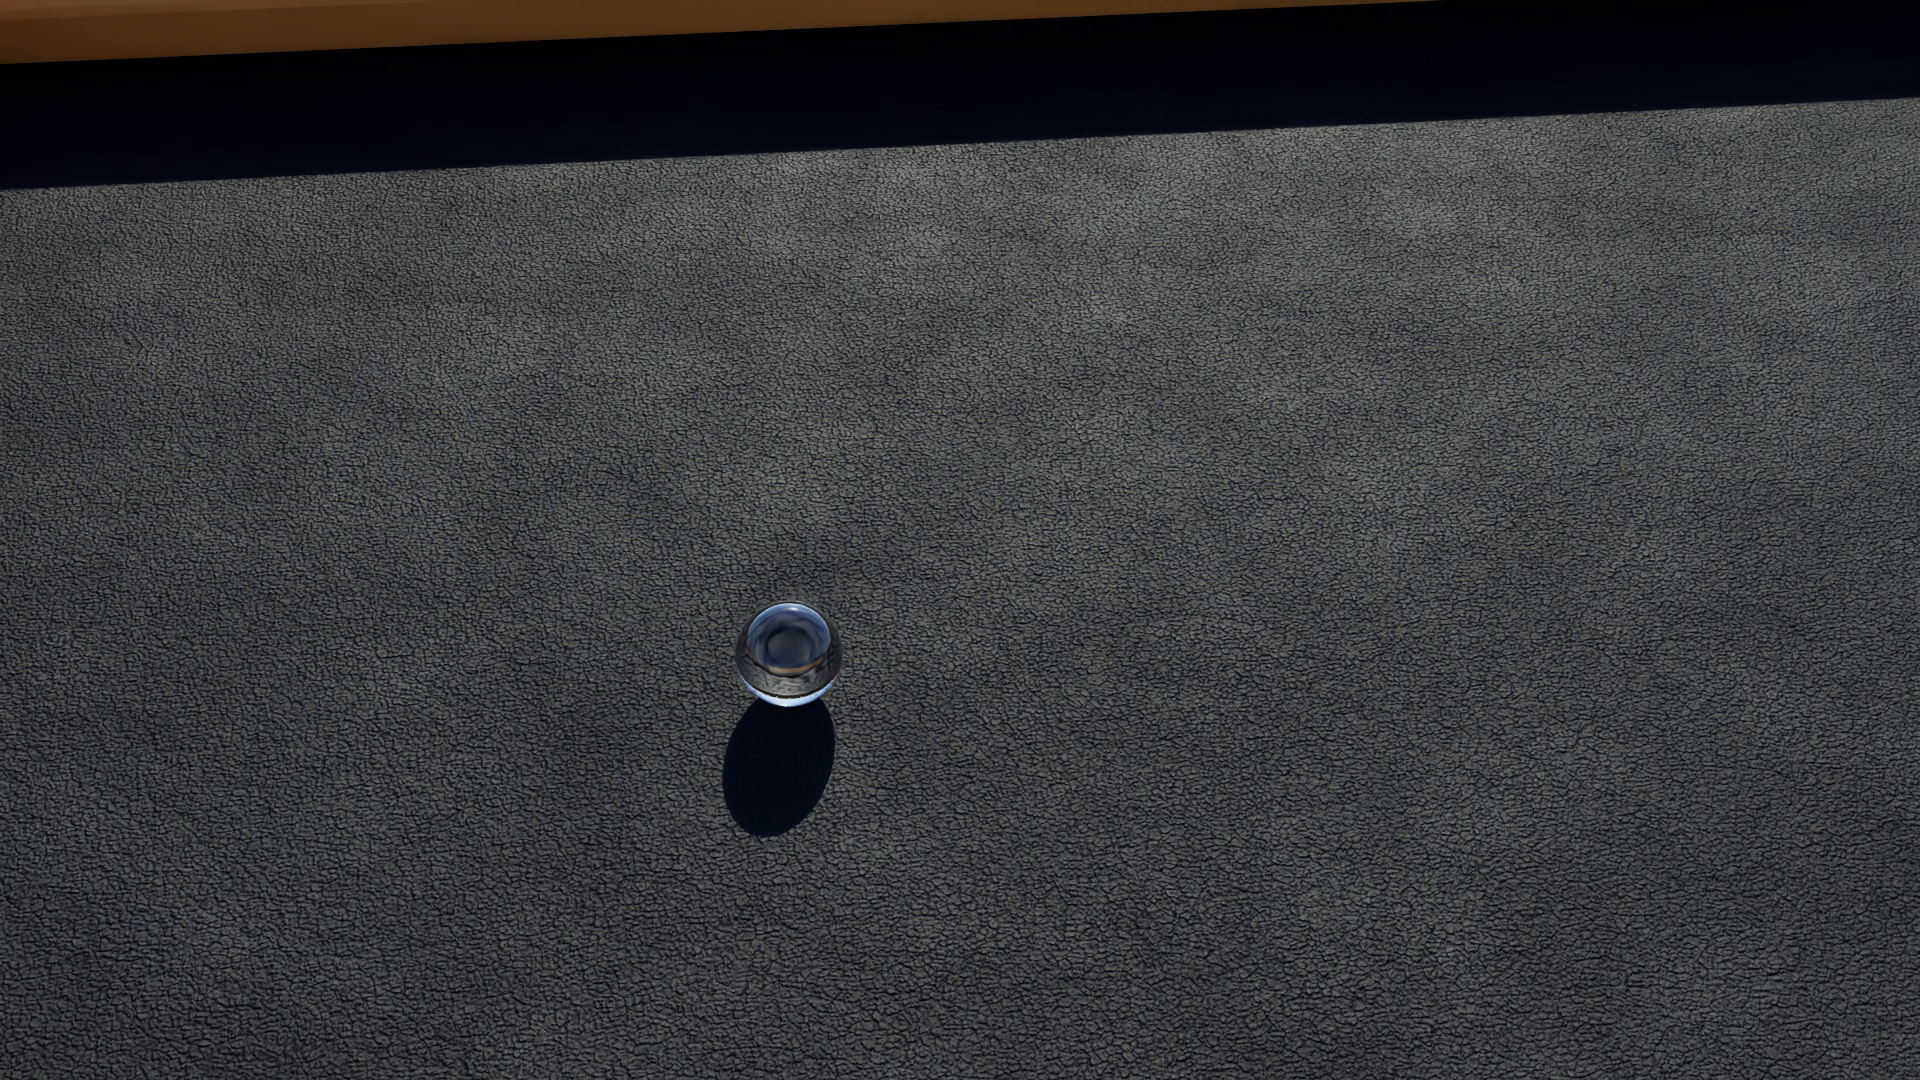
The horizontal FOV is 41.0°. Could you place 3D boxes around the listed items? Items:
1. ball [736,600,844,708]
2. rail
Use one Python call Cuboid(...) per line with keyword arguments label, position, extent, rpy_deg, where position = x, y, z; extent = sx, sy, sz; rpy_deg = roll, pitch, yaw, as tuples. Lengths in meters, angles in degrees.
Cuboid(label="ball", position=(-0.101, 0.067, 1.524), extent=(0.064, 0.064, 0.064), rpy_deg=(0, 36, 0))
Cuboid(label="rail", position=(0.741, -0.553, 2.320), extent=(3.322, 0.127, 0.045), rpy_deg=(-4, 36, -5))
